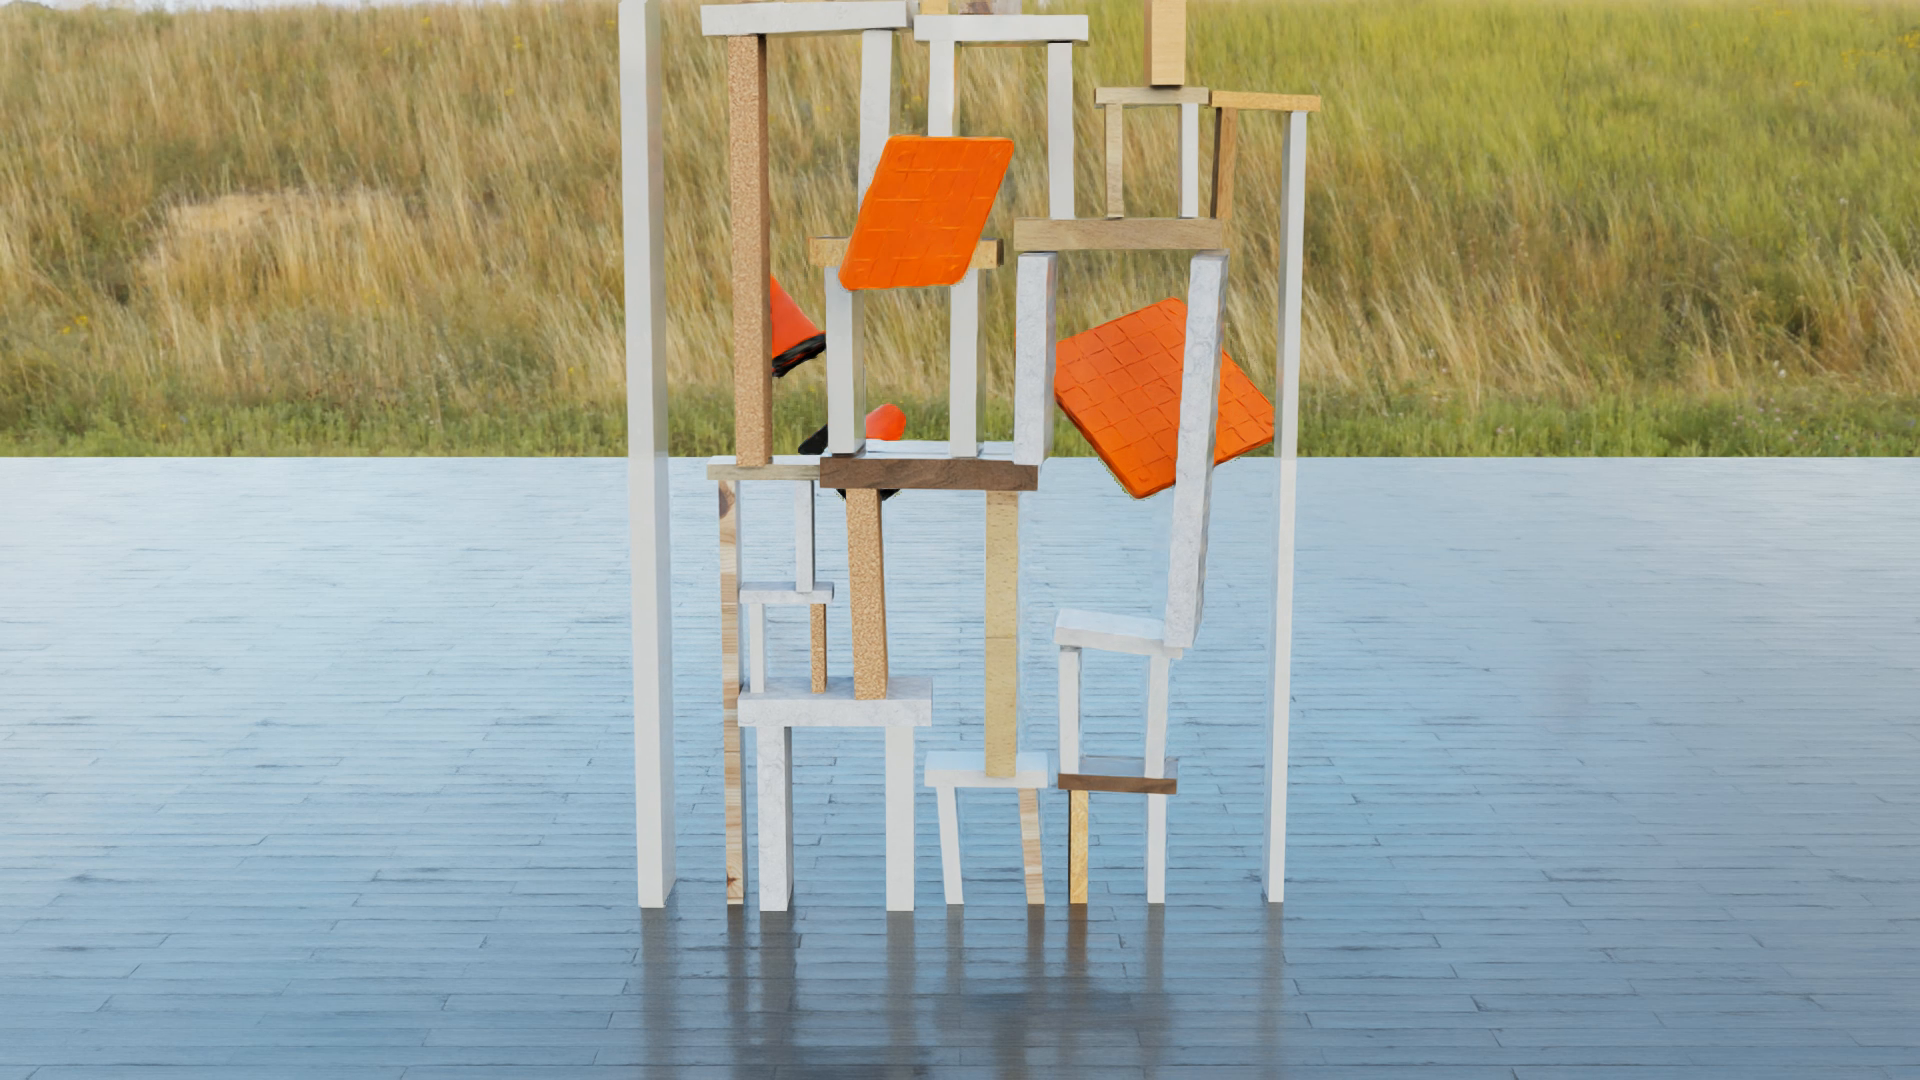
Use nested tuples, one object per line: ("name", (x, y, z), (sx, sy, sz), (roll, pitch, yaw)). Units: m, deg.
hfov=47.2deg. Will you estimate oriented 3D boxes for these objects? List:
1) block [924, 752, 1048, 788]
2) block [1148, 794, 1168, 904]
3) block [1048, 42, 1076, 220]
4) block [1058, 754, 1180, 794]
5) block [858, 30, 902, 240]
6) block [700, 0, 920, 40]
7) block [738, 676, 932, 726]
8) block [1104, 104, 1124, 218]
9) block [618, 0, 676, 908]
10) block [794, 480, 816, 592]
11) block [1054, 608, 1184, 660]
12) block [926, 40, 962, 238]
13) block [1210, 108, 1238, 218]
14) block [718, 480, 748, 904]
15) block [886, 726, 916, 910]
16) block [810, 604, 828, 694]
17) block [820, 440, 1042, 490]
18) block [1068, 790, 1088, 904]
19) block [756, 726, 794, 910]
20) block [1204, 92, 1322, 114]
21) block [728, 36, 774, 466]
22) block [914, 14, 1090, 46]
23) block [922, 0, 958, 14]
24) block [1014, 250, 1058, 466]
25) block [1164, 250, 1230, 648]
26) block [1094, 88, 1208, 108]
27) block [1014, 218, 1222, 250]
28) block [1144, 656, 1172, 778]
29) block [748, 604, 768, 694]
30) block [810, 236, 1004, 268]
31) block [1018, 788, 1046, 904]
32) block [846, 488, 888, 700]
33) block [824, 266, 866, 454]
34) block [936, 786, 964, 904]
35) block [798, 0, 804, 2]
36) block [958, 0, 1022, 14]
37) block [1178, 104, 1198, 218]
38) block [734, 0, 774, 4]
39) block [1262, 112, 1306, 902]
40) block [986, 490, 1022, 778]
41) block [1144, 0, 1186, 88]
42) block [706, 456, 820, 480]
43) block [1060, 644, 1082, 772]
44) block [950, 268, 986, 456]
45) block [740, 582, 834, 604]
("block", (0.044, 0.378, 3.623), (0.200, 0.028, 0.100), (0, 12, 2))
("block", (0.328, 0.493, 3.645), (0.027, 0.193, 0.096), (1, 15, 8))
("block", (0.159, -0.634, 3.419), (0.038, 0.265, 0.133), (-1, 10, 4))
("block", (0.263, 0.385, 3.624), (0.193, 0.027, 0.096), (2, 15, 8))
("block", (-0.125, -0.632, 3.437), (0.045, 0.315, 0.158), (3, 10, 4))
("block", (-0.228, -0.806, 3.405), (0.315, 0.045, 0.158), (-1, 10, 7))
("block", (-0.201, 0.264, 3.604), (0.310, 0.044, 0.155), (0, 11, 0))
("block", (0.240, -0.589, 3.428), (0.024, 0.172, 0.086), (-1, 7, 2))
("block", (-0.500, -0.256, 3.515), (0.040, 1.719, 0.141), (1, 11, 2))
("block", (-0.250, -0.014, 3.554), (0.026, 0.182, 0.091), (0, 11, 0))
("block", (0.261, 0.151, 3.562), (0.206, 0.029, 0.103), (7, 16, 7))
("block", (-0.025, -0.622, 3.428), (0.038, 0.297, 0.133), (2, 8, 5))
("block", (0.413, -0.589, 3.441), (0.024, 0.169, 0.085), (2, 9, 0))
("block", (-0.371, 0.244, 3.601), (0.026, 0.706, 0.091), (0, 11, 0))
("block", (-0.098, 0.438, 3.637), (0.044, 0.311, 0.155), (0, 11, 0))
("block", (-0.230, 0.169, 3.589), (0.021, 0.149, 0.074), (0, 11, 0))
("block", (-0.044, -0.121, 3.524), (0.343, 0.049, 0.171), (1, 12, 4))
("block", (0.196, 0.495, 3.654), (0.027, 0.193, 0.096), (0, 11, 0))
("block", (-0.305, 0.438, 3.637), (0.044, 0.311, 0.155), (0, 11, 0))
("block", (0.471, -0.683, 3.433), (0.169, 0.024, 0.085), (2, 9, -2))
("block", (-0.330, -0.455, 3.480), (0.045, 0.661, 0.158), (0, 11, 0))
("block", (0.067, -0.787, 3.398), (0.266, 0.038, 0.133), (1, 8, 4))
("block", (-0.032, -0.959, 3.392), (0.040, 0.304, 0.140), (0, 8, 7))
("block", (0.119, -0.288, 3.429), (0.045, 0.319, 0.159), (3, 12, 8))
("block", (0.372, -0.145, 3.459), (0.045, 0.609, 0.159), (5, 15, 10))
("block", (0.296, -0.687, 3.415), (0.172, 0.024, 0.086), (0, 7, 1))
("block", (0.245, -0.479, 3.441), (0.319, 0.045, 0.159), (0, 9, 3))
("block", (0.324, 0.273, 3.586), (0.029, 0.206, 0.103), (4, 16, 7))
("block", (-0.329, 0.169, 3.590), (0.021, 0.148, 0.074), (0, 11, 0))
("block", (-0.081, -0.453, 3.457), (0.291, 0.041, 0.145), (2, 10, 6))
("block", (0.120, 0.490, 3.646), (0.028, 0.200, 0.100), (-4, 12, 4))
("block", (-0.150, 0.071, 3.575), (0.049, 0.343, 0.171), (-2, 11, 0))
("block", (-0.181, -0.292, 3.497), (0.041, 0.291, 0.145), (0, 10, 5))
("block", (-0.015, 0.491, 3.649), (0.028, 0.200, 0.100), (-4, 11, 2))
("block", (-0.223, -0.967, 3.379), (0.040, 0.279, 0.140), (0, 10, 4))
("block", (0.049, -0.985, 3.390), (0.050, 0.355, 0.177), (3, 8, 17))
("block", (0.355, -0.589, 3.424), (0.024, 0.172, 0.086), (-1, 7, 2))
("block", (-0.322, -0.965, 3.386), (0.040, 0.282, 0.141), (-1, 10, 5))
("block", (0.523, -0.039, 3.555), (0.024, 1.279, 0.085), (0, 11, 0))
("block", (0.071, 0.134, 3.572), (0.049, 0.469, 0.171), (1, 12, 3))
("block", (0.315, -0.928, 3.387), (0.050, 0.461, 0.177), (0, 7, 1))
("block", (-0.311, -0.116, 3.534), (0.182, 0.026, 0.091), (0, 11, 0))
("block", (0.182, 0.267, 3.612), (0.029, 0.206, 0.103), (0, 15, 7))
("block", (0.013, -0.286, 3.473), (0.041, 0.291, 0.145), (2, 10, 6))
("block", (-0.280, 0.085, 3.574), (0.148, 0.021, 0.074), (0, 11, 0))
